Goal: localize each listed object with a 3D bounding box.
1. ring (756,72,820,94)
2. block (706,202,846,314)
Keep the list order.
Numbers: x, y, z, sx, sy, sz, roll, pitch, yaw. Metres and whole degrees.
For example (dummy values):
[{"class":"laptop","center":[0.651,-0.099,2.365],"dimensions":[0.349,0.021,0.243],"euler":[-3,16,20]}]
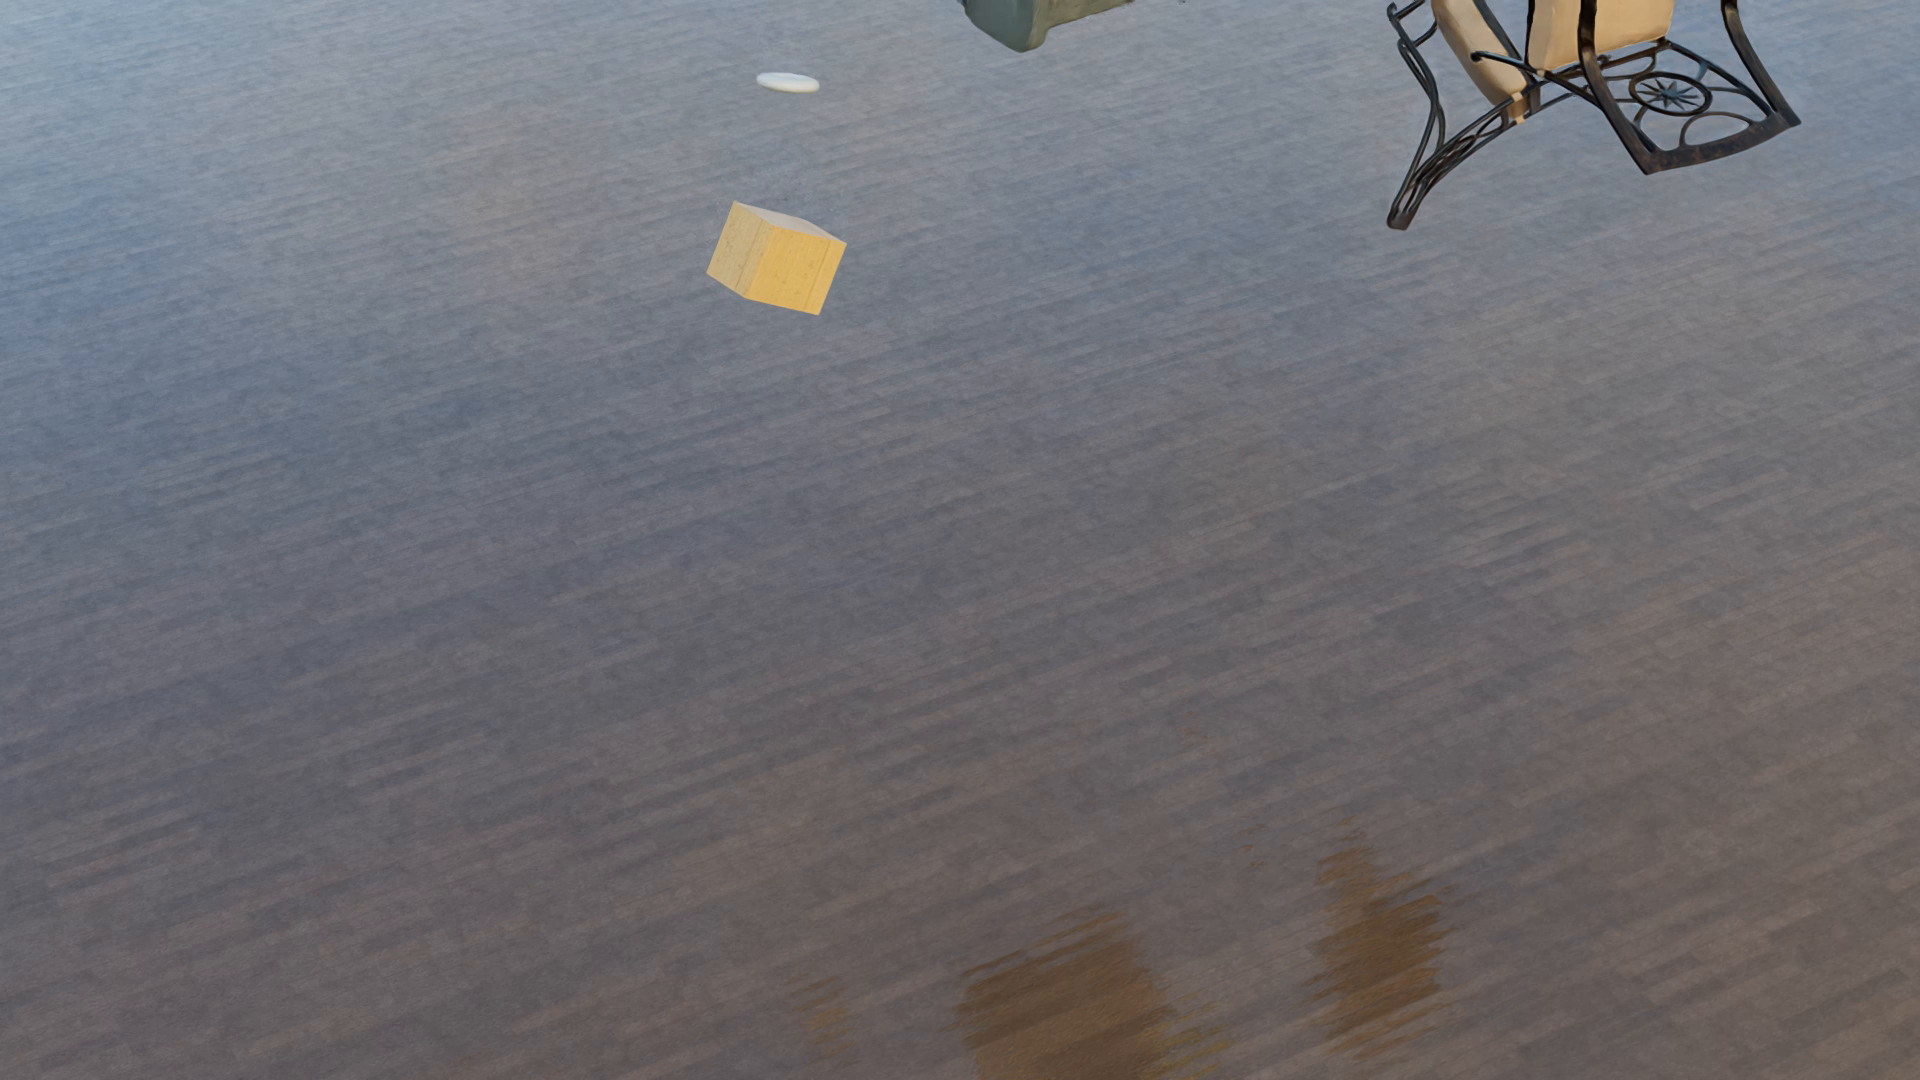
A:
[{"class":"ring","center":[-0.566,-1.503,9.644],"dimensions":[0.211,0.046,0.230],"euler":[4,16,-12]},{"class":"block","center":[-0.478,-0.733,7.638],"dimensions":[0.258,0.202,0.179],"euler":[9,19,-45]}]
